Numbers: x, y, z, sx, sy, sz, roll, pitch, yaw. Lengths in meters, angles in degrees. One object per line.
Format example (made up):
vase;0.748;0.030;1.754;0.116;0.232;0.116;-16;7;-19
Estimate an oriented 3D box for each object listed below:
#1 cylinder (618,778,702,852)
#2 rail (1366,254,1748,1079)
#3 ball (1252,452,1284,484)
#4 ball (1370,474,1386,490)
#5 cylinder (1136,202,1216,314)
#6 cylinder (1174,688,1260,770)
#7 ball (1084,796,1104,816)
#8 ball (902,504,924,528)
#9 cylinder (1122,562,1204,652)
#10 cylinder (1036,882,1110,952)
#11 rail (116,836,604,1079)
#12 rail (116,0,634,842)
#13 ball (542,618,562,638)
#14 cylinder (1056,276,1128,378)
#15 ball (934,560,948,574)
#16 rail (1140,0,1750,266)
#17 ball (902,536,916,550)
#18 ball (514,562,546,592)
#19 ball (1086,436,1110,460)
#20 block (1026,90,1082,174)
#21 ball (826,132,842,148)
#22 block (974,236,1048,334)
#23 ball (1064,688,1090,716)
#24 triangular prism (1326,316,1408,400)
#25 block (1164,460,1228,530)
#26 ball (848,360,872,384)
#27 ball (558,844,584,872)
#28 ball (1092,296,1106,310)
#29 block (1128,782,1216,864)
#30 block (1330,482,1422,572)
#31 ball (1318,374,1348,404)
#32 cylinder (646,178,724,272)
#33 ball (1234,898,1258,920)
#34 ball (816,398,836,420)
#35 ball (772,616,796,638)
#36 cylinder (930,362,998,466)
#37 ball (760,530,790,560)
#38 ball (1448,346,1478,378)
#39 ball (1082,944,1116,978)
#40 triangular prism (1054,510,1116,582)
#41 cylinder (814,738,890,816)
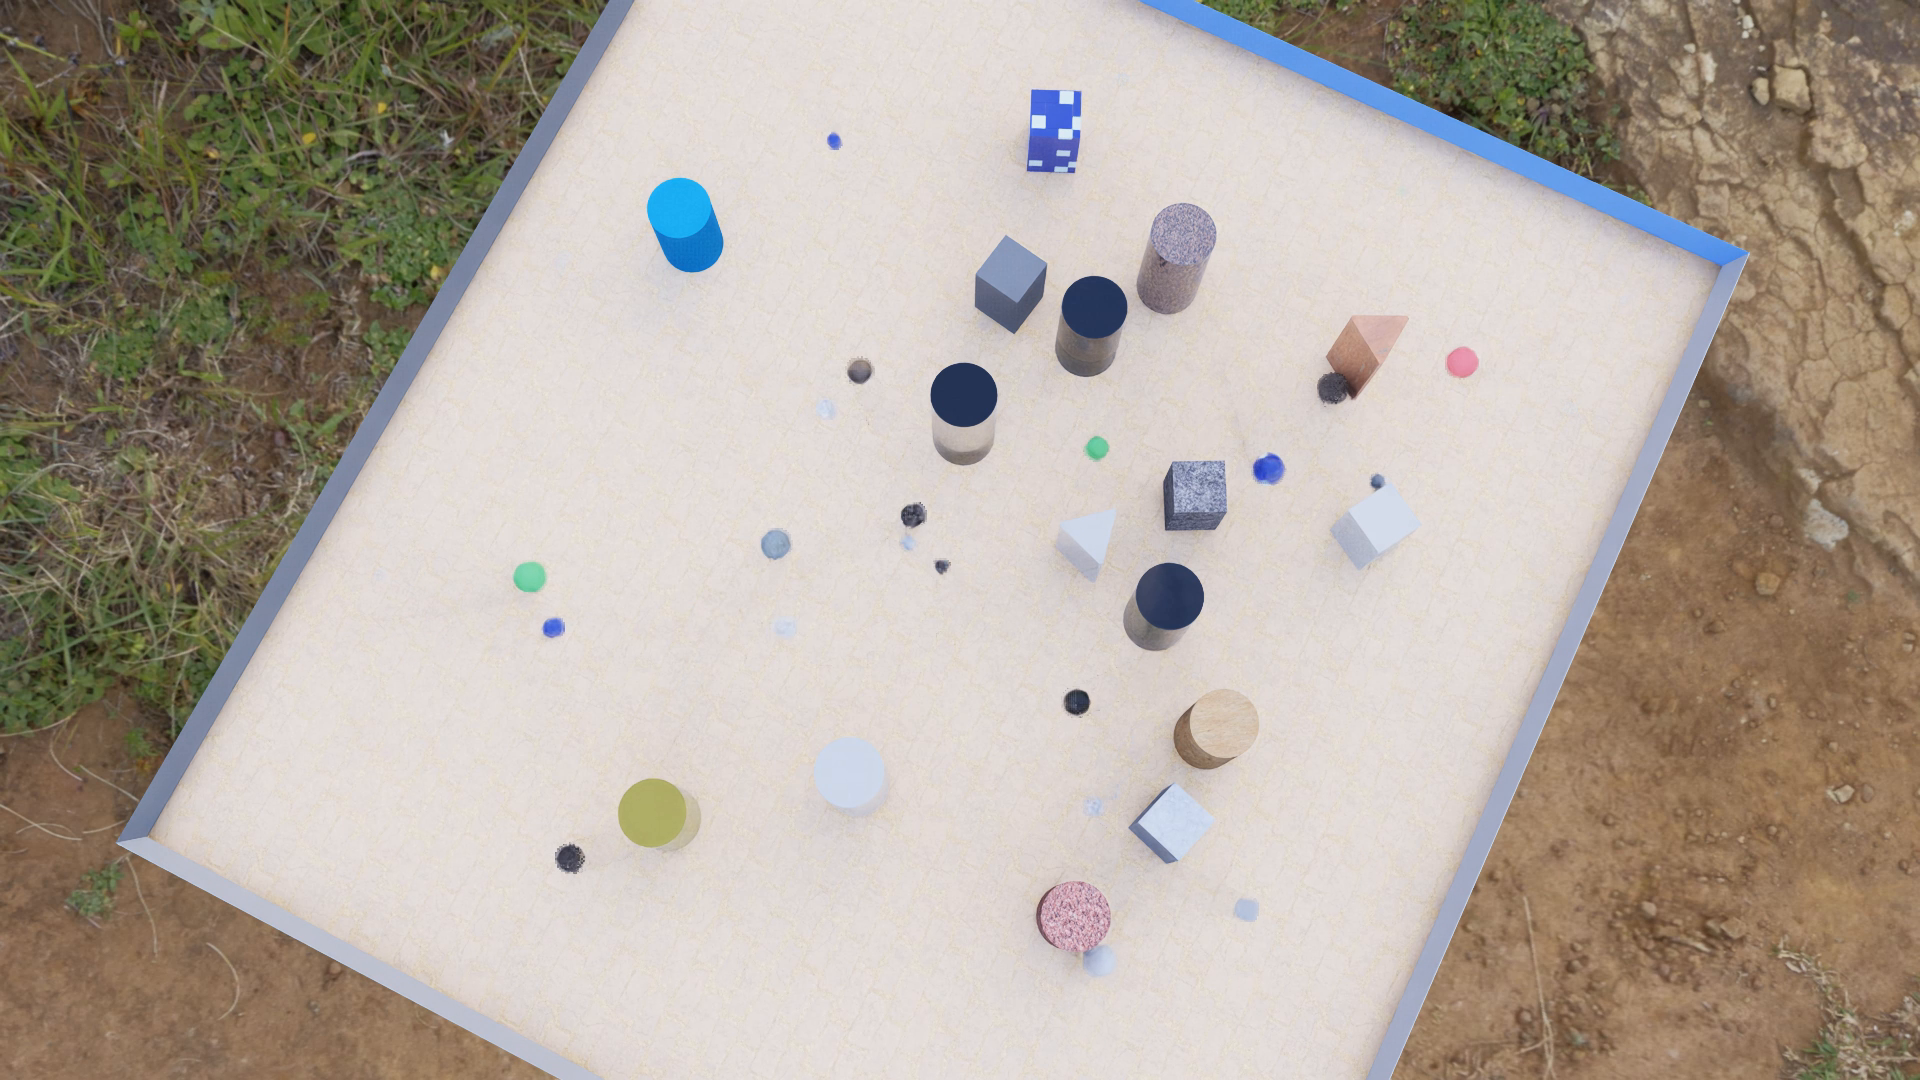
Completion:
cylinder;-0.866;0.797;5.299;0.193;0.299;0.193;0;78;0
rail;1.574;0.778;5.390;0.045;0.126;3.801;26;80;5
ball;0.946;-0.219;5.613;0.097;0.097;0.097;0;78;0
ball;1.283;-0.179;5.631;0.044;0.044;0.044;0;78;0
cylinder;0.653;-0.849;5.566;0.193;0.442;0.193;0;78;0
cylinder;0.737;0.551;5.298;0.193;0.400;0.193;0;78;0
ball;0.397;0.787;5.424;0.059;0.059;0.059;0;78;0
ball;-0.144;-0.074;5.595;0.072;0.072;0.072;0;78;0
cylinder;0.592;0.200;5.364;0.193;0.414;0.193;0;78;0
cylinder;0.320;1.073;5.223;0.193;0.336;0.193;0;78;0
rail;-0.839;1.651;5.210;3.568;0.126;0.045;26;80;5
rail;-1.574;-0.764;5.709;0.045;0.126;3.801;26;80;5
ball;-1.230;0.264;5.530;0.062;0.062;0.062;0;78;0
cylinder;0.394;-0.642;5.551;0.193;0.389;0.193;0;78;0
ball;-0.057;0.080;5.578;0.043;0.043;0.043;0;78;0
rail;0.839;-1.637;5.890;3.568;0.126;0.045;26;80;5
ball;-0.155;0.009;5.591;0.045;0.045;0.045;0;78;0
ball;-1.302;0.112;5.545;0.095;0.095;0.095;0;78;0
ball;0.423;-0.284;5.639;0.071;0.071;0.071;0;78;0
block;0.293;-1.279;5.744;0.155;0.269;0.155;2;78;0
ball;-0.404;-1.278;5.857;0.048;0.048;0.048;0;78;0
block;0.154;-0.781;5.625;0.155;0.299;0.155;36;81;7
ball;0.349;0.485;5.476;0.079;0.079;0.079;0;78;0
triangular prism;1.208;-0.580;5.543;0.145;0.380;0.167;30;80;6
block;0.705;-0.132;5.512;0.155;0.257;0.155;-1;78;0
ball;-0.311;-0.522;5.685;0.077;0.077;0.077;0;78;0
ball;-1.143;0.935;5.383;0.078;0.078;0.078;0;78;0
ball;0.436;-0.742;5.748;0.043;0.043;0.043;0;78;0
block;0.608;0.819;5.285;0.155;0.317;0.155;43;81;8
block;1.240;-0.038;5.482;0.155;0.278;0.155;-33;80;-6
ball;1.155;-0.465;5.666;0.093;0.093;0.093;0;78;0
cylinder;-0.846;-0.970;5.665;0.193;0.299;0.193;0;78;0
ball;0.836;1.079;5.359;0.068;0.068;0.068;0;78;0
ball;-0.415;-0.406;5.668;0.064;0.064;0.064;0;78;0
ball;-0.532;0.261;5.527;0.070;0.070;0.070;0;78;0
cylinder;0.011;-0.370;5.463;0.193;0.450;0.193;0;78;0
ball;-0.561;0.014;5.568;0.090;0.090;0.090;0;78;0
ball;1.559;-0.552;5.682;0.094;0.094;0.094;0;78;0
ball;0.402;1.221;5.315;0.095;0.095;0.095;0;78;0
triangular prism;0.401;-0.008;5.462;0.145;0.306;0.167;-44;82;-8
cylinder;-0.305;0.683;5.246;0.193;0.448;0.193;0;78;0
